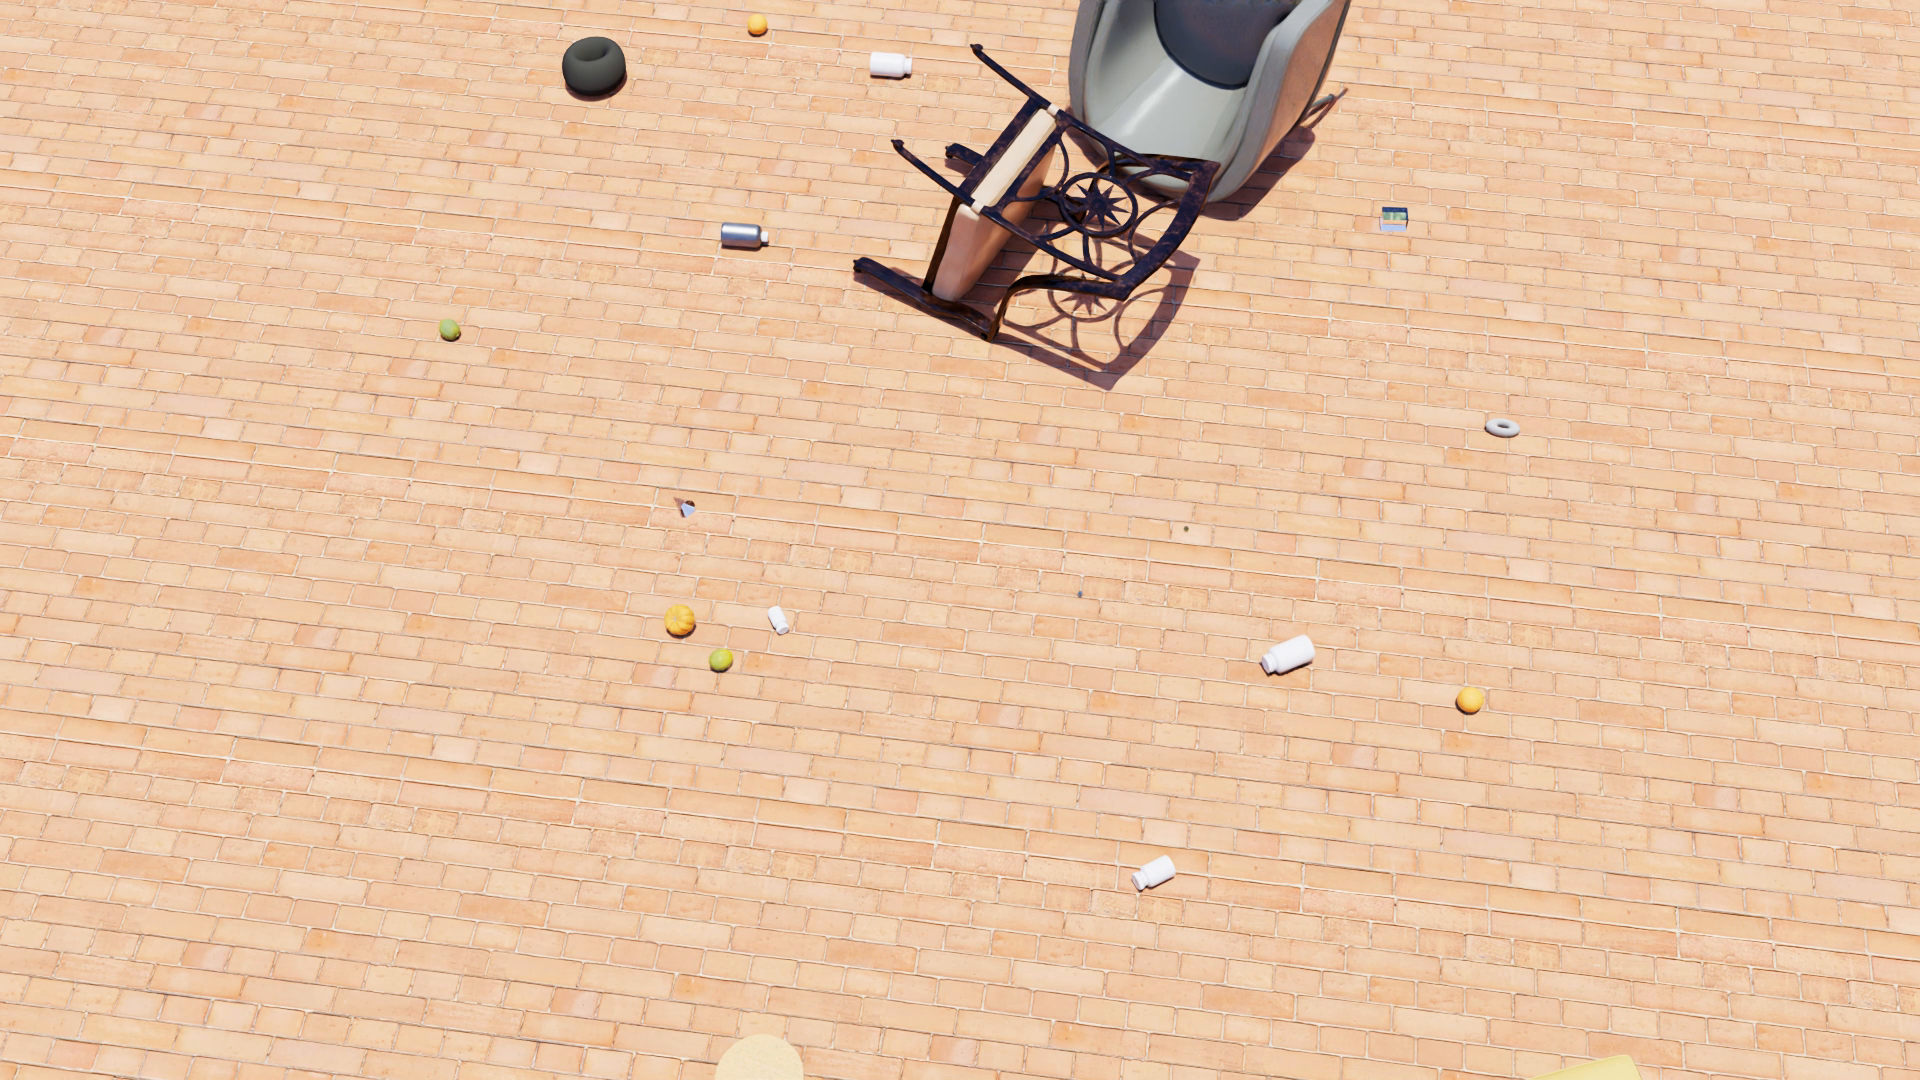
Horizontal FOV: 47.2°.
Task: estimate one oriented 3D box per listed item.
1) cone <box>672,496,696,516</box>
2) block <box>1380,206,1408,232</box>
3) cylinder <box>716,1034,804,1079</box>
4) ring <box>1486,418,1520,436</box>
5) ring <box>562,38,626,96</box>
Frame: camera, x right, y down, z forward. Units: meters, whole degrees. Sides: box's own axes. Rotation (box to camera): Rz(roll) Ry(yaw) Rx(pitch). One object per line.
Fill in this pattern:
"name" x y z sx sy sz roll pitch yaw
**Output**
"cone" -0.845 -0.113 6.634 0.053 0.054 0.085 -46 49 -11
"block" 1.432 -1.059 7.253 0.084 0.053 0.059 2 56 1
"cylinder" -0.503 1.384 5.565 0.221 0.133 0.230 20 58 13
"ring" 1.675 -0.347 6.787 0.107 0.034 0.057 9 55 5
"ring" -1.263 -1.635 7.588 0.225 0.138 0.204 -32 55 -25
